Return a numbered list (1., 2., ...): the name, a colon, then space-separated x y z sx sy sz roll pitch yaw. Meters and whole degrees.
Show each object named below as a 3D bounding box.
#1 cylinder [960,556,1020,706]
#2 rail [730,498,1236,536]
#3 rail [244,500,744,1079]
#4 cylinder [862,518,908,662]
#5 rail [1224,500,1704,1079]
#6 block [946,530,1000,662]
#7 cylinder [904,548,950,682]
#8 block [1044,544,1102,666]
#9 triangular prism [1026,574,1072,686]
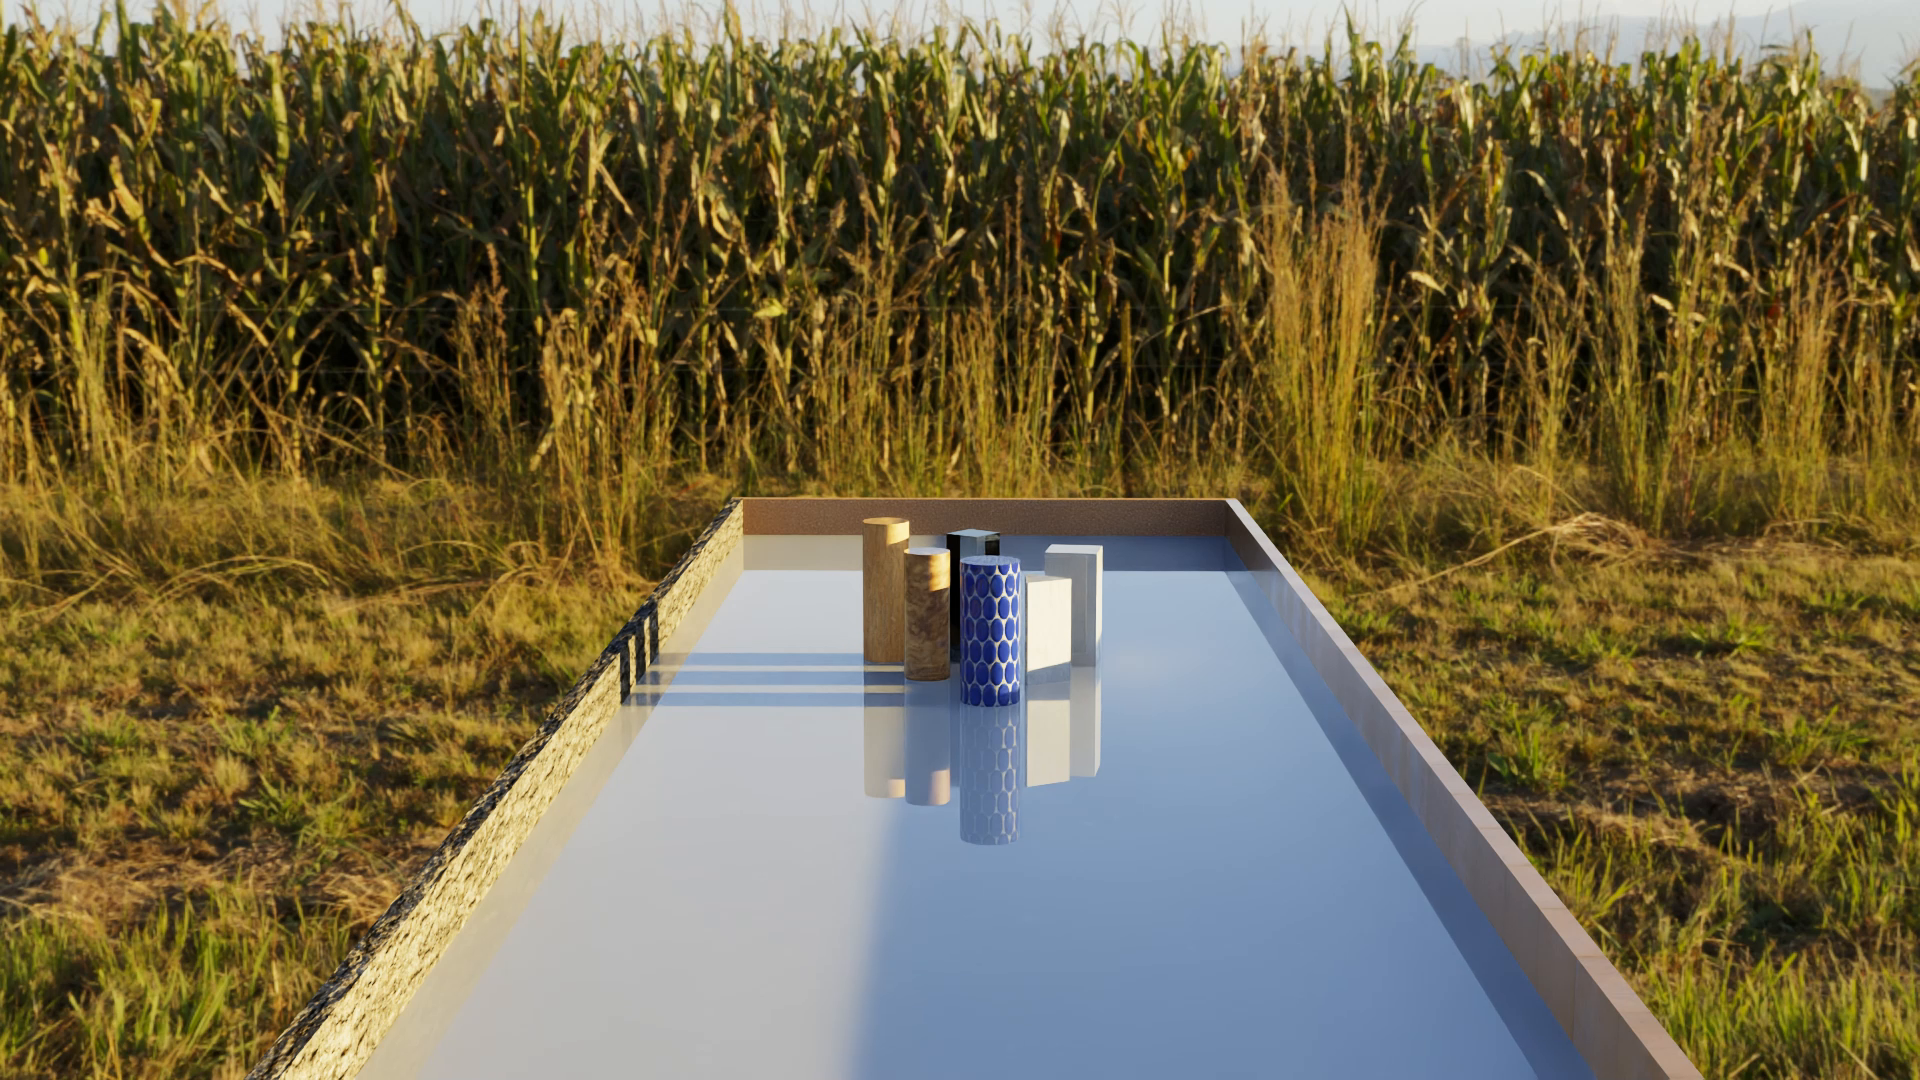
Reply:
1. cylinder: 0.084 0.253 6.145 0.169 0.397 0.169 0 9 0
2. rail: 0.099 -0.098 9.147 2.100 0.150 0.050 0 9 1
3. rail: -1.004 0.839 3.234 0.050 0.150 12.000 0 9 1
4. cylinder: -0.225 0.151 6.699 0.141 0.424 0.141 0 9 0
5. rail: 1.046 0.843 3.208 0.050 0.150 12.000 0 9 1
6. block: 0.040 0.172 6.680 0.115 0.391 0.115 7 11 37
7. cylinder: -0.096 0.217 6.444 0.135 0.374 0.135 0 9 0
8. block: 0.344 0.196 6.675 0.156 0.343 0.156 2 9 10
9. triangular prism: 0.226 0.257 6.422 0.150 0.301 0.130 -5 10 -28
